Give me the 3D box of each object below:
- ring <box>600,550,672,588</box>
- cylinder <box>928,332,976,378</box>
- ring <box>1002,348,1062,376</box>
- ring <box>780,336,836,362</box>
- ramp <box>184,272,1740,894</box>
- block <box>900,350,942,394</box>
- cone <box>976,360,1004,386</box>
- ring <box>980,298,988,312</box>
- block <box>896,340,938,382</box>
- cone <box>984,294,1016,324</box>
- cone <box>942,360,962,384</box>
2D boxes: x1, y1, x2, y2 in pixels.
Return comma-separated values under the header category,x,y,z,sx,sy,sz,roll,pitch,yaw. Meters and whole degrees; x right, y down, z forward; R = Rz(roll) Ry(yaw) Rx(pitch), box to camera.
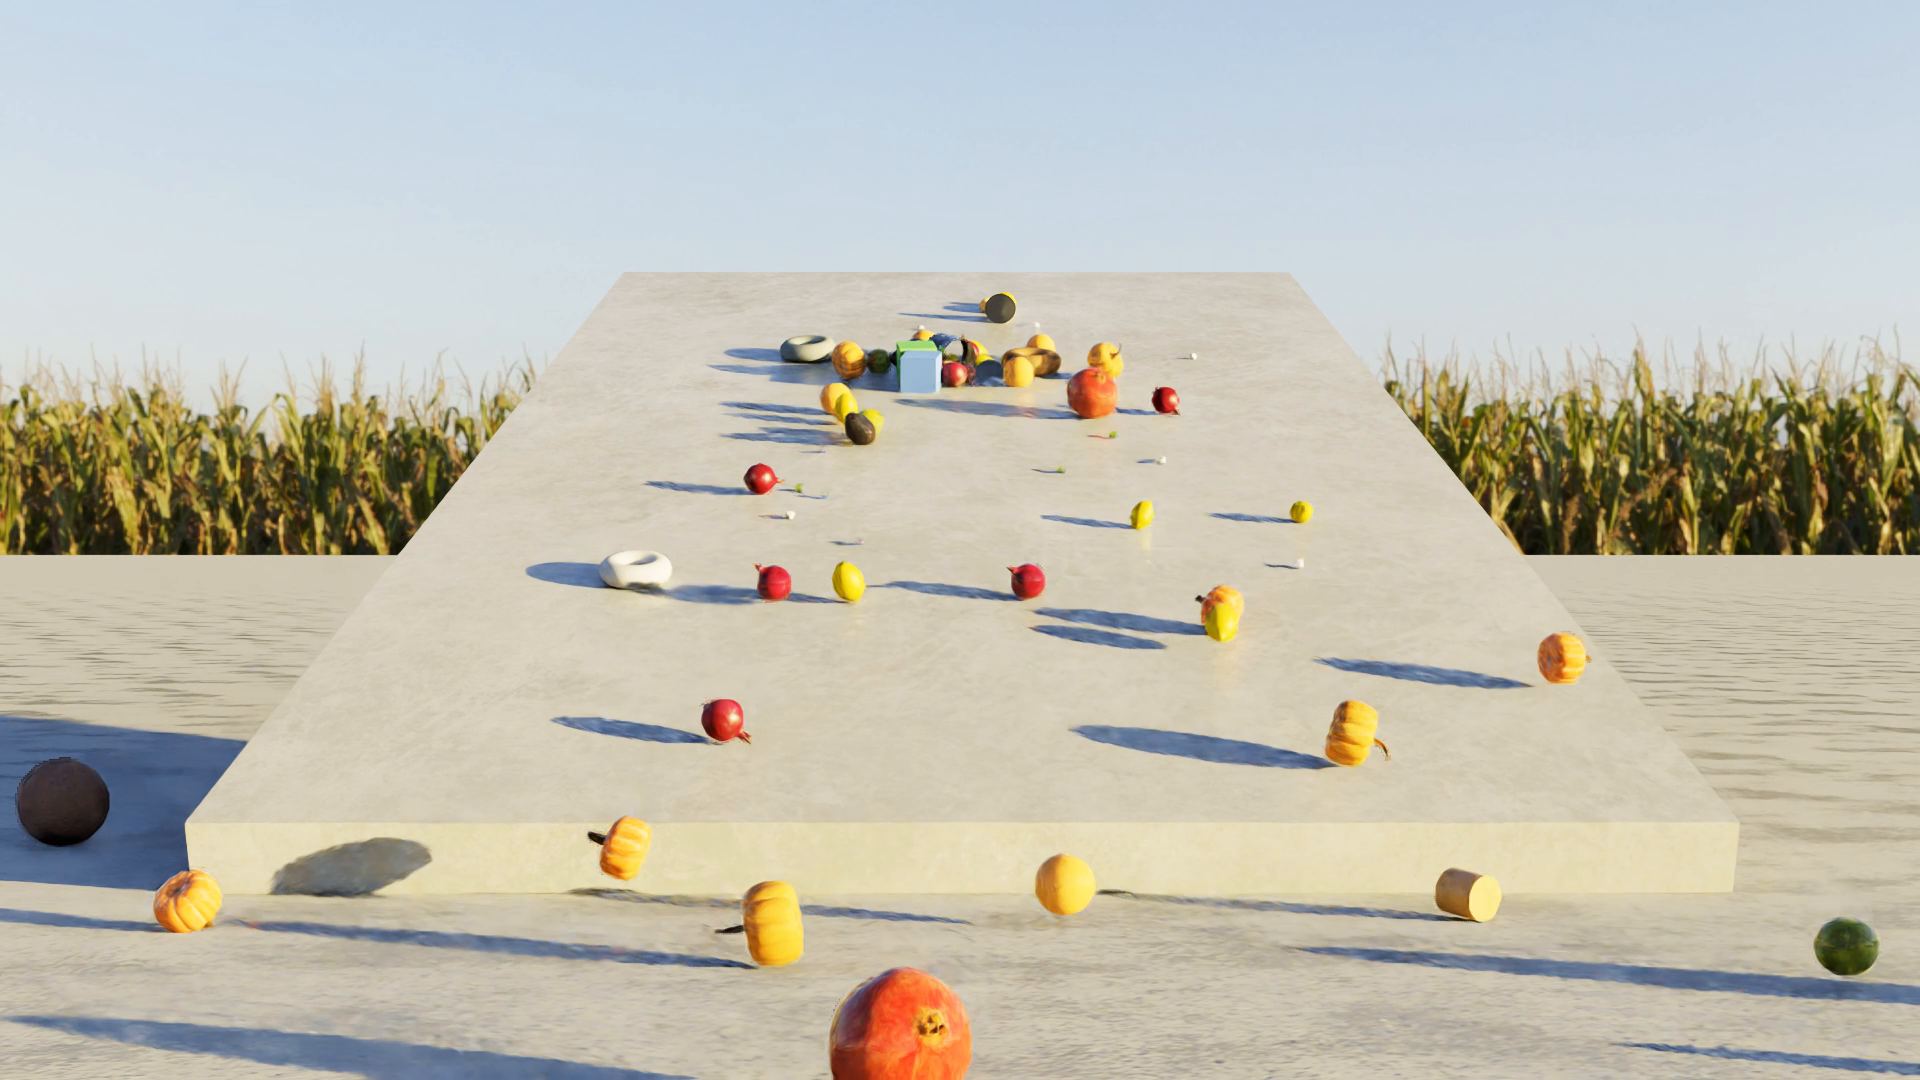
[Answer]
category,x,y,z,sx,sy,sz,roll,pitch,yaw
ring,-0.556,0.051,3.808,0.124,0.041,0.124,1,18,0
cylinder,-0.026,-0.444,5.342,0.092,0.092,0.092,0,15,-32
ring,0.173,-0.433,5.380,0.146,0.049,0.146,1,16,0
ring,-0.377,-0.474,5.516,0.139,0.046,0.139,-3,20,1
ramp,-0.003,-0.173,4.783,2.000,0.100,4.000,0,17,0
block,-0.090,-0.392,5.185,0.084,0.084,0.084,3,17,9
cone,0.070,-0.388,5.263,0.067,0.067,0.067,0,-10,-1
ring,0.101,-0.644,6.099,0.096,0.032,0.096,-1,18,0
block,-0.103,-0.421,5.275,0.087,0.087,0.087,-2,17,-8
cone,0.110,-0.612,5.985,0.083,0.083,0.083,0,-10,3
cone,-0.028,-0.391,5.279,0.058,0.058,0.058,0,-10,-6
